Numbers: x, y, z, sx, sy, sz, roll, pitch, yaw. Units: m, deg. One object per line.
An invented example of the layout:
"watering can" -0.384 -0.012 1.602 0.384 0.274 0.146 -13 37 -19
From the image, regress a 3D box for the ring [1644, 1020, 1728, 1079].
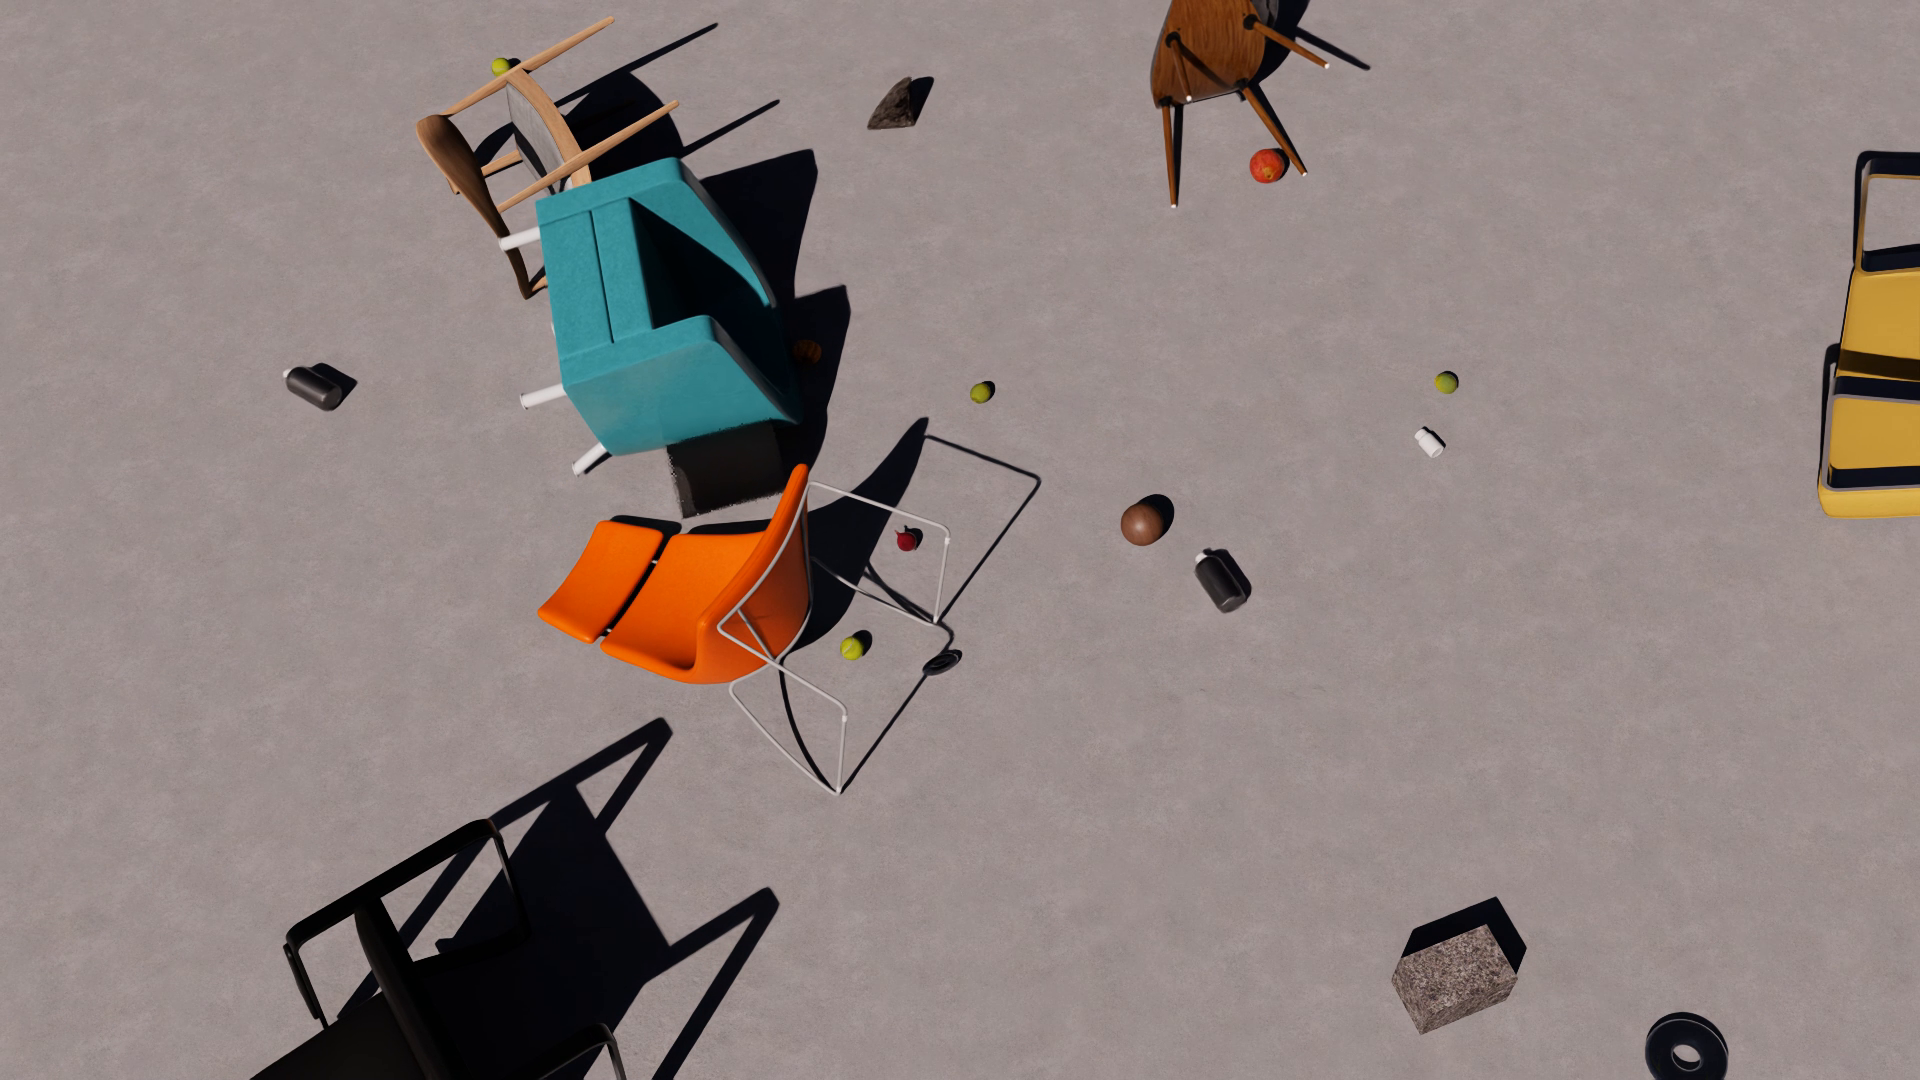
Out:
"ring" 1.867 1.330 5.653 0.213 0.049 0.207 -16 57 -11

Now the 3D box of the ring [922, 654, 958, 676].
"ring" -0.057 0.358 6.311 0.113 0.039 0.049 -22 57 -13

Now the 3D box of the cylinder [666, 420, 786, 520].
"cylinder" -0.698 -0.209 6.558 0.316 0.263 0.171 -15 46 -10

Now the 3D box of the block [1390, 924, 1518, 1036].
"block" 1.283 1.143 5.719 0.255 0.146 0.162 -19 58 -12

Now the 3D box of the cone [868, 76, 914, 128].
"cone" -0.198 -1.454 7.503 0.121 0.194 0.232 38 75 -22
